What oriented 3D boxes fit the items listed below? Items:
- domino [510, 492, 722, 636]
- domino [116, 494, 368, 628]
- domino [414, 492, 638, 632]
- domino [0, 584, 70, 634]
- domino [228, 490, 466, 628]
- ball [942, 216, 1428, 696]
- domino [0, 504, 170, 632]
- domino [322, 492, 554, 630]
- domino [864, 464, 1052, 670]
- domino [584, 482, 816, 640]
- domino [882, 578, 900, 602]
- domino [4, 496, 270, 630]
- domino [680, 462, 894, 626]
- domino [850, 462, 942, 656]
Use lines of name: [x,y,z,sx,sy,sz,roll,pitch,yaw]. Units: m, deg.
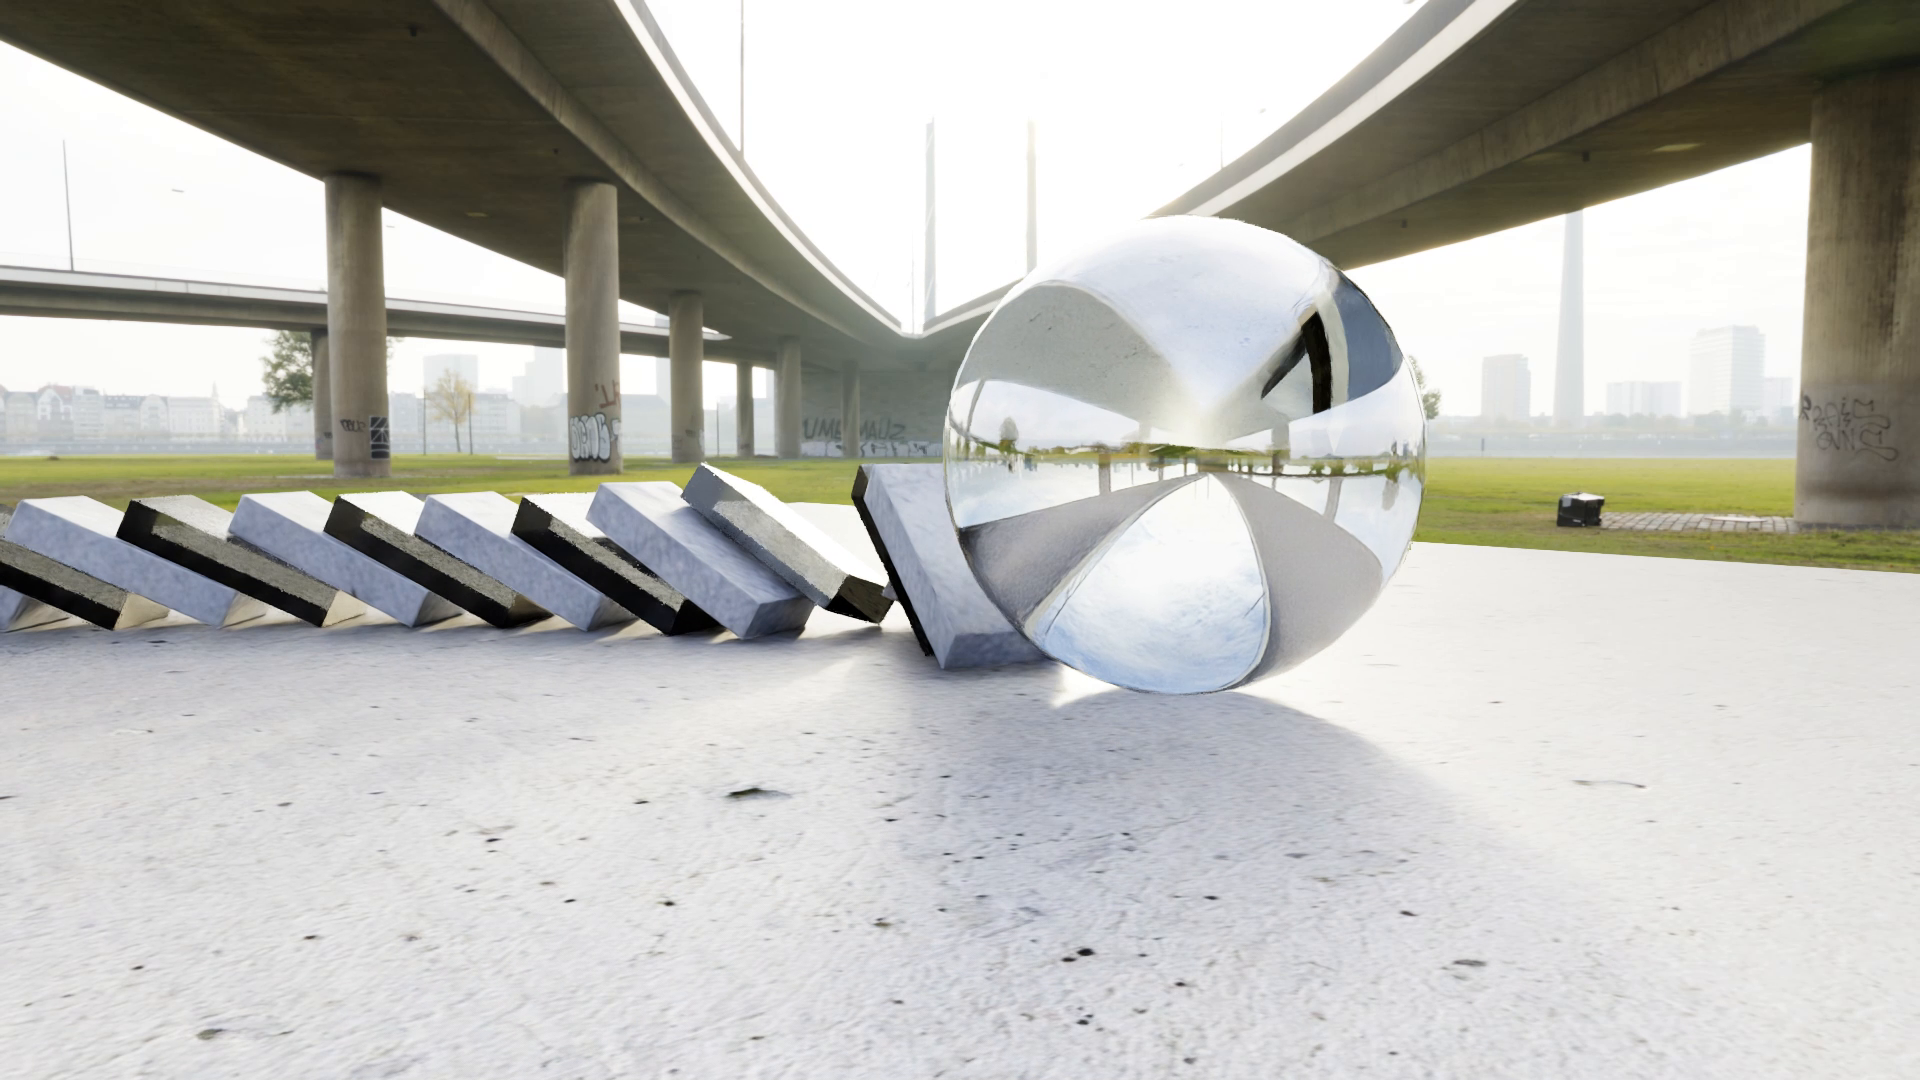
domino: [-0.078,0.005,0.301,0.050,0.010,0.025,30,15,20]
domino: [-0.169,0.005,0.307,0.050,0.010,0.025,25,3,-5]
domino: [-0.101,0.004,0.306,0.050,0.009,0.025,28,11,11]
domino: [-0.236,0.005,0.297,0.050,0.010,0.025,26,1,-8]
domino: [-0.146,0.004,0.310,0.050,0.009,0.025,27,6,4]
ball: [0.037,-0.014,0.217,0.080,0.080,0.080,0,4,0]
domino: [-0.214,0.005,0.300,0.050,0.009,0.025,25,1,-8]
domino: [-0.123,0.004,0.309,0.050,0.009,0.025,27,9,8]
domino: [0.001,0.004,0.260,0.025,0.010,0.050,-2,43,-26]
domino: [-0.059,0.004,0.295,0.050,0.009,0.025,34,17,20]
domino: [-0.003,0.011,0.304,0.025,0.009,0.050,23,5,1]
domino: [-0.192,0.005,0.304,0.050,0.010,0.025,25,1,-7]
domino: [-0.040,0.001,0.301,0.050,0.009,0.025,35,5,27]
domino: [-0.003,0.003,0.276,0.025,0.009,0.050,-2,43,-27]
